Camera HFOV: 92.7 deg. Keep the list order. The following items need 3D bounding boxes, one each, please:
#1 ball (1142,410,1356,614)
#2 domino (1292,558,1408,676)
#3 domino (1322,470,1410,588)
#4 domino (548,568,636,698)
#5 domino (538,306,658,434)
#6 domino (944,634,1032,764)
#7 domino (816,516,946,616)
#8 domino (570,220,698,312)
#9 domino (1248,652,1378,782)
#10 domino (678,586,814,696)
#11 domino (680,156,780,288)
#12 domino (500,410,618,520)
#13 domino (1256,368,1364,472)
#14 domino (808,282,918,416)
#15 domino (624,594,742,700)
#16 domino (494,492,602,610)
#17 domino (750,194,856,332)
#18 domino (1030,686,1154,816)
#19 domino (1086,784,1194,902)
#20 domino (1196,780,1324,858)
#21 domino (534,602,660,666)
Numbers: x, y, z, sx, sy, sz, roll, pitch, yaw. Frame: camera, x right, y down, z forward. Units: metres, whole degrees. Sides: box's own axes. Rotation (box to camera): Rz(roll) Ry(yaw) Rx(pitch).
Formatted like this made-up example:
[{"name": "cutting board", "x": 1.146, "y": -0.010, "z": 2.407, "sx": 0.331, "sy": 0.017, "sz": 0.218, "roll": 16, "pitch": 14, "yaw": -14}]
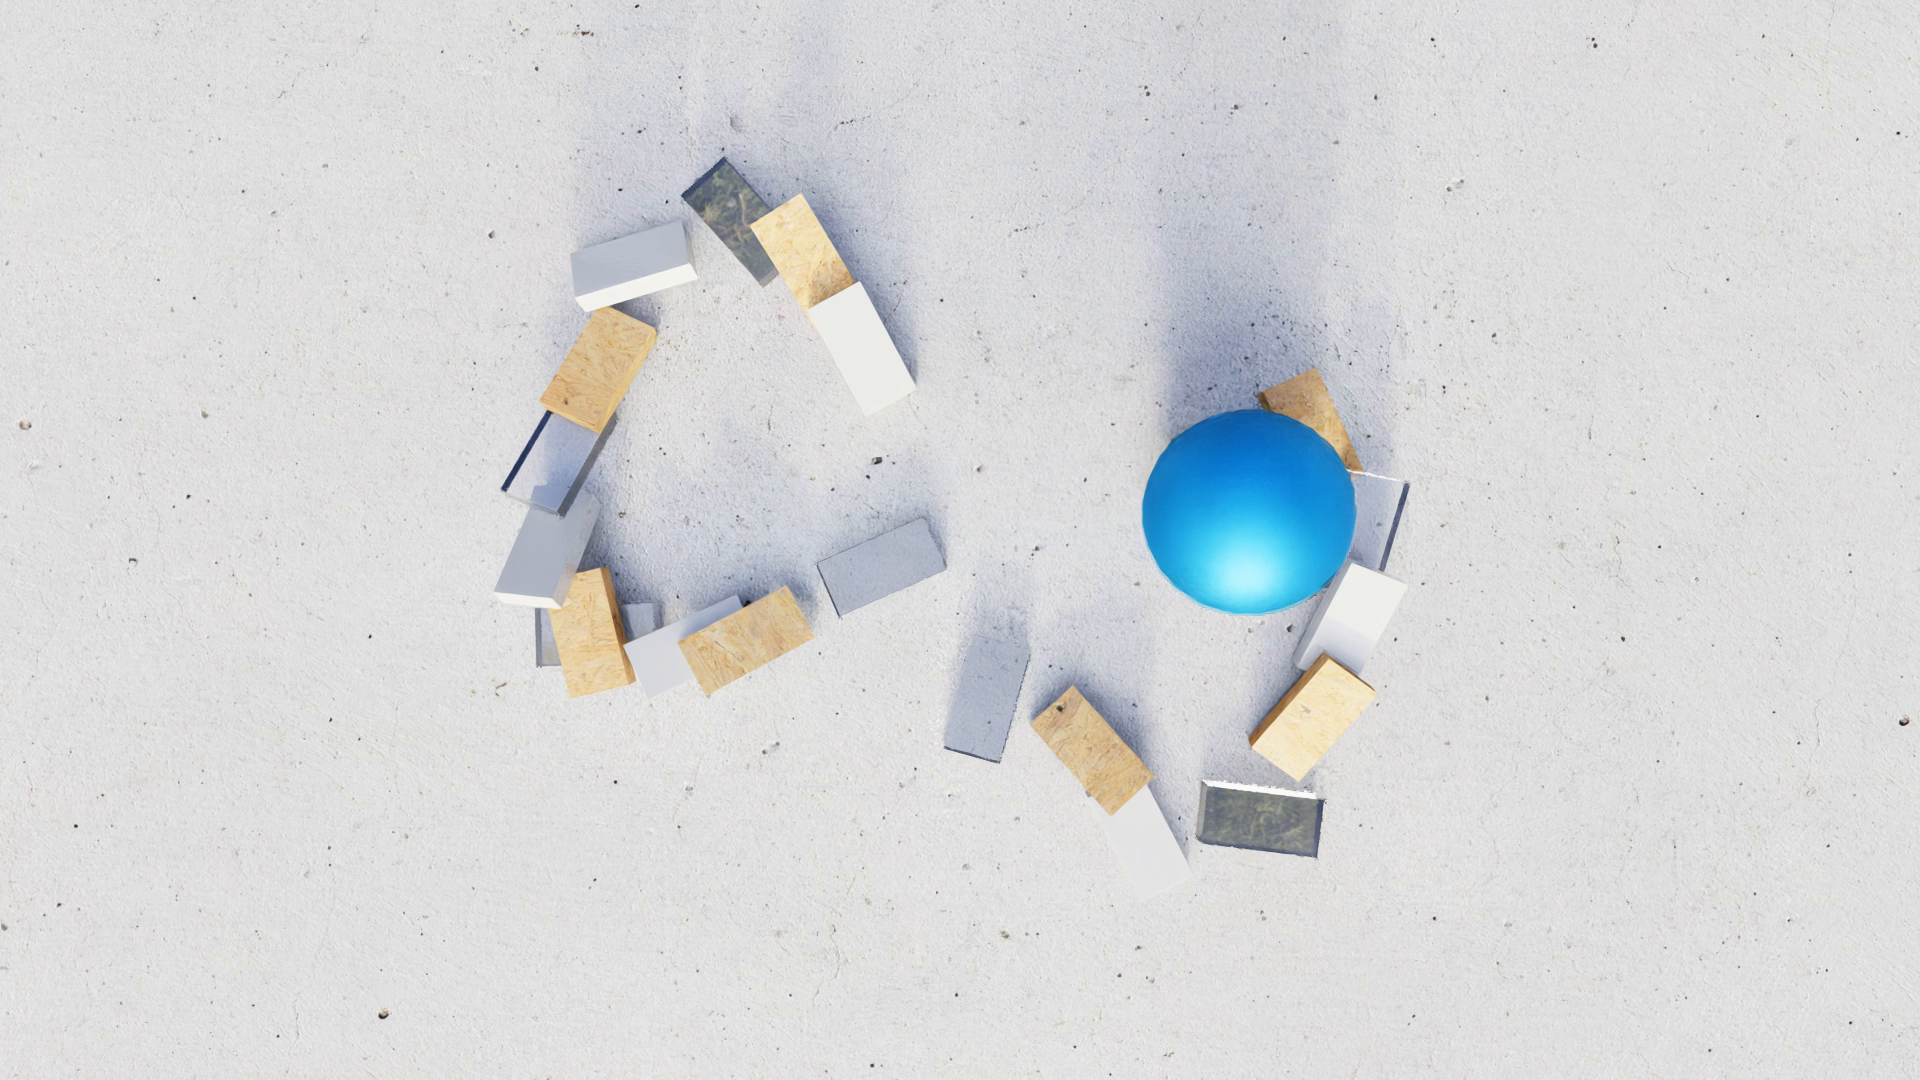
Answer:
[{"name": "ball", "x": 0.112, "y": -0.011, "z": 0.360, "sx": 0.080, "sy": 0.080, "sz": 0.080, "roll": 0, "pitch": 90, "yaw": 0}, {"name": "domino", "x": 0.165, "y": 0.035, "z": 0.389, "sx": 0.025, "sy": 0.009, "sz": 0.050, "roll": 21, "pitch": 105, "yaw": 0}, {"name": "domino", "x": 0.170, "y": -0.003, "z": 0.390, "sx": 0.025, "sy": 0.010, "sz": 0.050, "roll": 11, "pitch": 103, "yaw": 0}, {"name": "domino", "x": -0.156, "y": 0.039, "z": 0.386, "sx": 0.025, "sy": 0.010, "sz": 0.050, "roll": -14, "pitch": 90, "yaw": 0}, {"name": "domino", "x": -0.153, "y": -0.073, "z": 0.389, "sx": 0.025, "sy": 0.009, "sz": 0.050, "roll": 25, "pitch": 75, "yaw": 0}, {"name": "domino", "x": 0.012, "y": 0.068, "z": 0.395, "sx": 0.025, "sy": 0.009, "sz": 0.050, "roll": 16, "pitch": 90, "yaw": 0}, {"name": "domino", "x": -0.034, "y": 0.011, "z": 0.395, "sx": 0.050, "sy": 0.009, "sz": 0.025, "roll": -24, "pitch": 90, "yaw": 0}, {"name": "domino", "x": -0.139, "y": -0.117, "z": 0.391, "sx": 0.050, "sy": 0.010, "sz": 0.025, "roll": -17, "pitch": 66, "yaw": 0}, {"name": "domino", "x": 0.149, "y": 0.075, "z": 0.389, "sx": 0.025, "sy": 0.010, "sz": 0.050, "roll": 36, "pitch": 104, "yaw": 0}, {"name": "domino", "x": -0.090, "y": 0.042, "z": 0.385, "sx": 0.050, "sy": 0.009, "sz": 0.025, "roll": -28, "pitch": 91, "yaw": -14}, {"name": "domino", "x": -0.093, "y": -0.137, "z": 0.395, "sx": 0.025, "sy": 0.009, "sz": 0.050, "roll": -42, "pitch": 90, "yaw": 0}, {"name": "domino", "x": -0.168, "y": -0.037, "z": 0.387, "sx": 0.025, "sy": 0.009, "sz": 0.050, "roll": 21, "pitch": 71, "yaw": 0}, {"name": "domino", "x": 0.151, "y": -0.046, "z": 0.395, "sx": 0.025, "sy": 0.010, "sz": 0.050, "roll": -24, "pitch": 90, "yaw": 0}, {"name": "domino", "x": -0.041, "y": -0.081, "z": 0.389, "sx": 0.025, "sy": 0.009, "sz": 0.050, "roll": -28, "pitch": 104, "yaw": 0}, {"name": "domino", "x": -0.113, "y": 0.045, "z": 0.389, "sx": 0.050, "sy": 0.009, "sz": 0.025, "roll": -25, "pitch": 90, "yaw": -14}, {"name": "domino", "x": -0.171, "y": 0.003, "z": 0.382, "sx": 0.025, "sy": 0.010, "sz": 0.050, "roll": 6, "pitch": 60, "yaw": 5}, {"name": "domino", "x": -0.064, "y": -0.117, "z": 0.388, "sx": 0.025, "sy": 0.009, "sz": 0.050, "roll": -32, "pitch": 108, "yaw": 0}, {"name": "domino", "x": 0.056, "y": 0.089, "z": 0.390, "sx": 0.025, "sy": 0.010, "sz": 0.050, "roll": -42, "pitch": 78, "yaw": -3}, {"name": "domino", "x": 0.077, "y": 0.126, "z": 0.395, "sx": 0.025, "sy": 0.009, "sz": 0.050, "roll": -28, "pitch": 90, "yaw": 0}, {"name": "domino", "x": 0.129, "y": 0.120, "z": 0.395, "sx": 0.050, "sy": 0.010, "sz": 0.025, "roll": 7, "pitch": 90, "yaw": 0}, {"name": "domino", "x": -0.156, "y": 0.041, "z": 0.395, "sx": 0.050, "sy": 0.010, "sz": 0.025, "roll": -2, "pitch": 90, "yaw": 0}]
